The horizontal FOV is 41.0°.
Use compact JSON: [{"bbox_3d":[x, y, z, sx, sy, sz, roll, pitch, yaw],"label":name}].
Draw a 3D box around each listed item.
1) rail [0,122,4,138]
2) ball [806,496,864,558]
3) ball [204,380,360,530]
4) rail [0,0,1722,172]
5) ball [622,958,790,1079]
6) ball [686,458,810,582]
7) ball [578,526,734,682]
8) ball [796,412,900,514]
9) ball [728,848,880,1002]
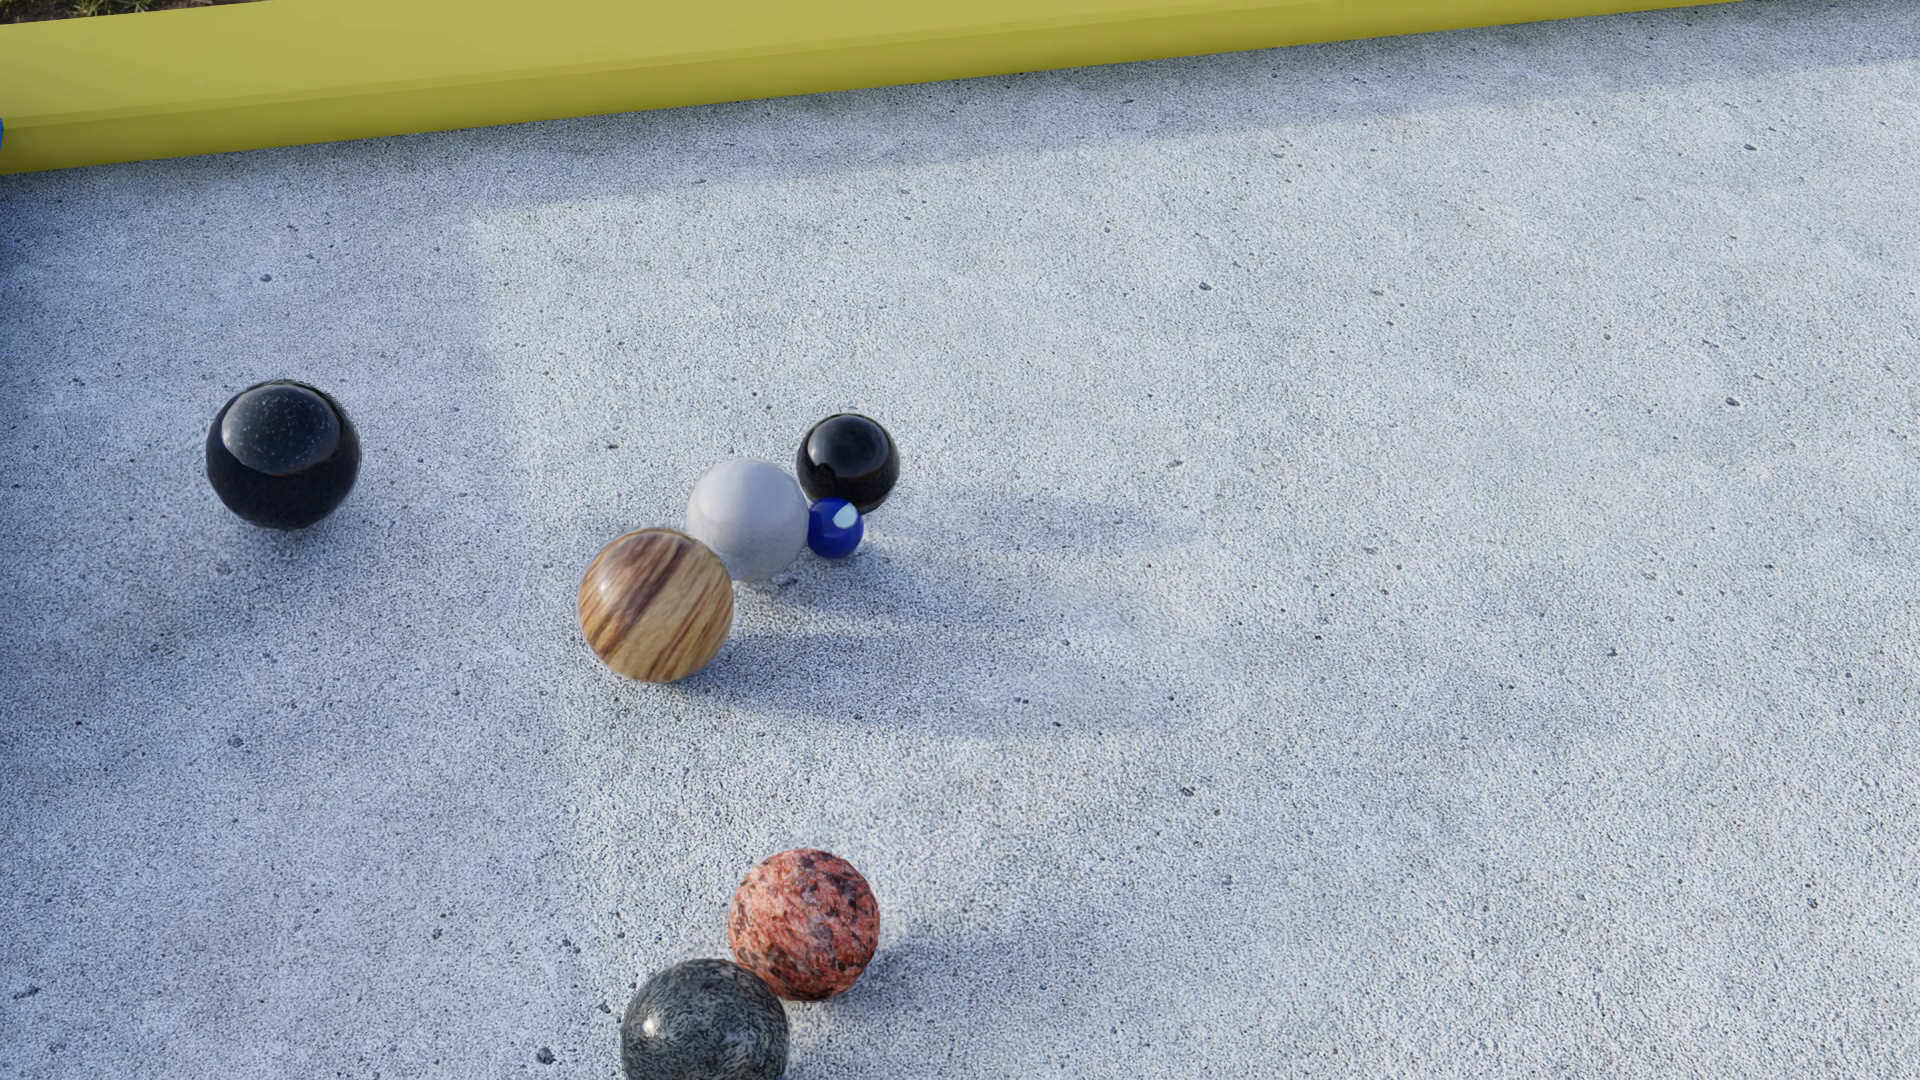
[{"bbox_3d":[-0.630,0.061,1.492,0.045,0.128,1.464,-8,36,-10],"label":"rail"},{"bbox_3d":[-0.082,-0.008,1.666,0.040,0.040,0.040,0,36,0],"label":"ball"},{"bbox_3d":[-0.444,-0.055,1.683,0.098,0.098,0.098,0,36,0],"label":"ball"},{"bbox_3d":[0.495,-0.512,2.293,2.679,0.128,0.045,-8,36,-10],"label":"rail"},{"bbox_3d":[-0.126,0.249,1.271,0.083,0.083,0.083,0,36,0],"label":"ball"},{"bbox_3d":[-0.136,-0.012,1.639,0.079,0.079,0.079,0,36,0],"label":"ball"},{"bbox_3d":[-0.184,0.039,1.554,0.094,0.094,0.094,0,36,0],"label":"ball"},{"bbox_3d":[-0.074,-0.050,1.700,0.069,0.069,0.069,0,36,0],"label":"ball"},{"bbox_3d":[-0.081,0.201,1.341,0.079,0.079,0.079,0,36,0],"label":"ball"}]
